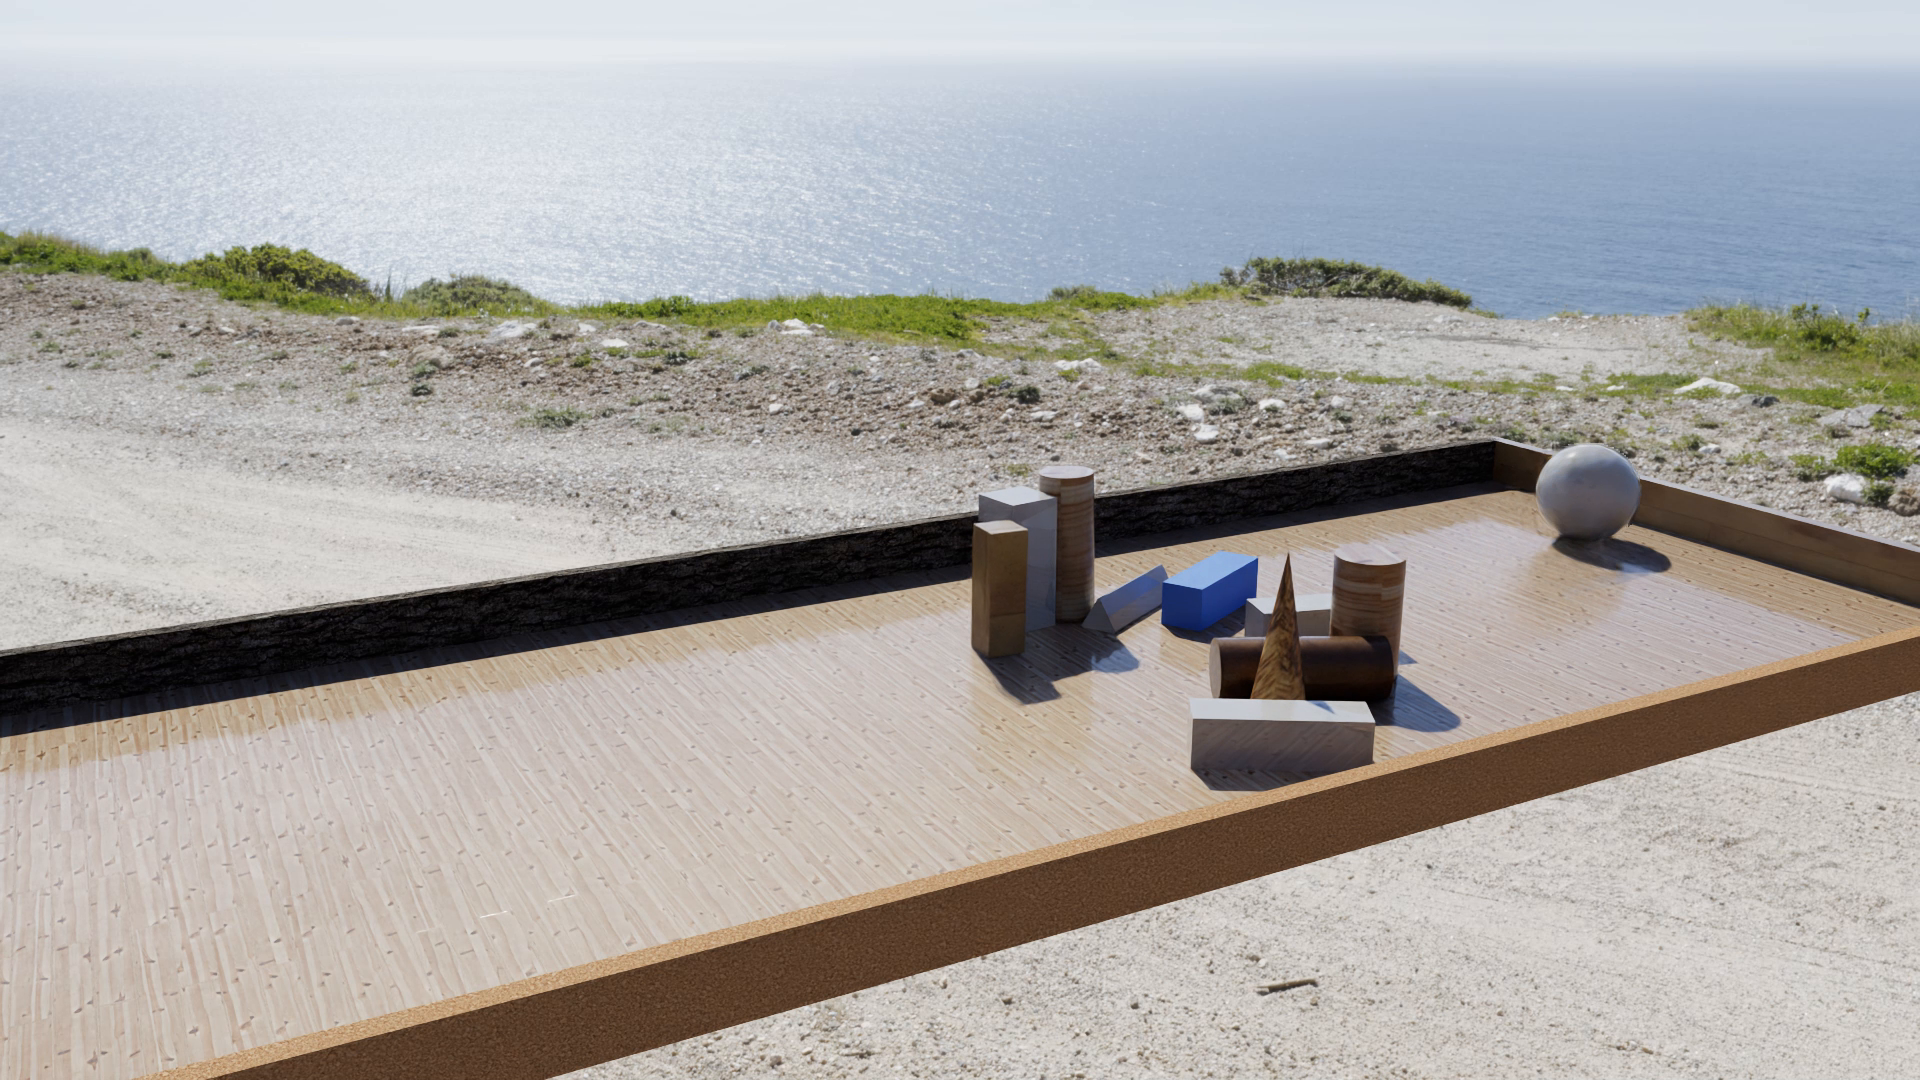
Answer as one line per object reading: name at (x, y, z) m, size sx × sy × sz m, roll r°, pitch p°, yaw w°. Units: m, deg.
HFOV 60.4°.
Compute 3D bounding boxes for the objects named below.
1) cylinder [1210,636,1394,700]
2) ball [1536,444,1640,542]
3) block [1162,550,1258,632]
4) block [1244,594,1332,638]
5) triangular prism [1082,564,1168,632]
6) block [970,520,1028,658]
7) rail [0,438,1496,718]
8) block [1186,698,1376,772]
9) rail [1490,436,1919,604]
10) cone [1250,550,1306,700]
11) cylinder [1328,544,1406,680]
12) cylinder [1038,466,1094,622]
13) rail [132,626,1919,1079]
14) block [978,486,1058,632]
cylinder at (0.827, 0.313, 4.015) m, size 0.415 × 0.156 × 0.156 m, roll -1°, pitch 16°, yaw -2°
ball at (2.020, -0.152, 5.313) m, size 0.314 × 0.314 × 0.314 m, roll 0°, pitch 16°, yaw 0°
block at (0.709, 0.141, 4.661) m, size 0.121 × 0.121 × 0.362 m, roll 11°, pitch 20°, yaw 33°
block at (0.960, 0.222, 4.382) m, size 0.381 × 0.123 × 0.123 m, roll -3°, pitch 17°, yaw -12°
triangular prism at (0.482, 0.157, 4.655) m, size 0.102 × 0.089 × 0.383 m, roll 10°, pitch 19°, yaw 31°
block at (0.102, 0.128, 4.320) m, size 0.106 × 0.337 × 0.106 m, roll -7°, pitch 18°, yaw -25°
rail at (-3.305, 0.497, 3.399) m, size 12.000 × 0.150 × 0.050 m, roll -9°, pitch 18°, yaw -27°
block at (0.709, 0.434, 3.668) m, size 0.394 × 0.119 × 0.119 m, roll 1°, pitch 16°, yaw 3°
rail at (2.466, -0.048, 5.253) m, size 0.050 × 0.150 × 2.100 m, roll -9°, pitch 18°, yaw -27°
cone at (0.751, 0.224, 3.839) m, size 0.148 × 0.411 × 0.148 m, roll 2°, pitch 10°, yaw 0°
cylinder at (1.024, 0.187, 4.160) m, size 0.176 × 0.315 × 0.176 m, roll 0°, pitch 16°, yaw 0°
cylinder at (0.298, 0.010, 4.588) m, size 0.152 × 0.409 × 0.152 m, roll -2°, pitch 16°, yaw 0°
rail at (-2.336, 1.006, 1.665) m, size 12.000 × 0.150 × 0.050 m, roll -9°, pitch 18°, yaw -27°
block at (0.156, 0.055, 4.519) m, size 0.152 × 0.366 × 0.152 m, roll -12°, pitch 20°, yaw -34°
